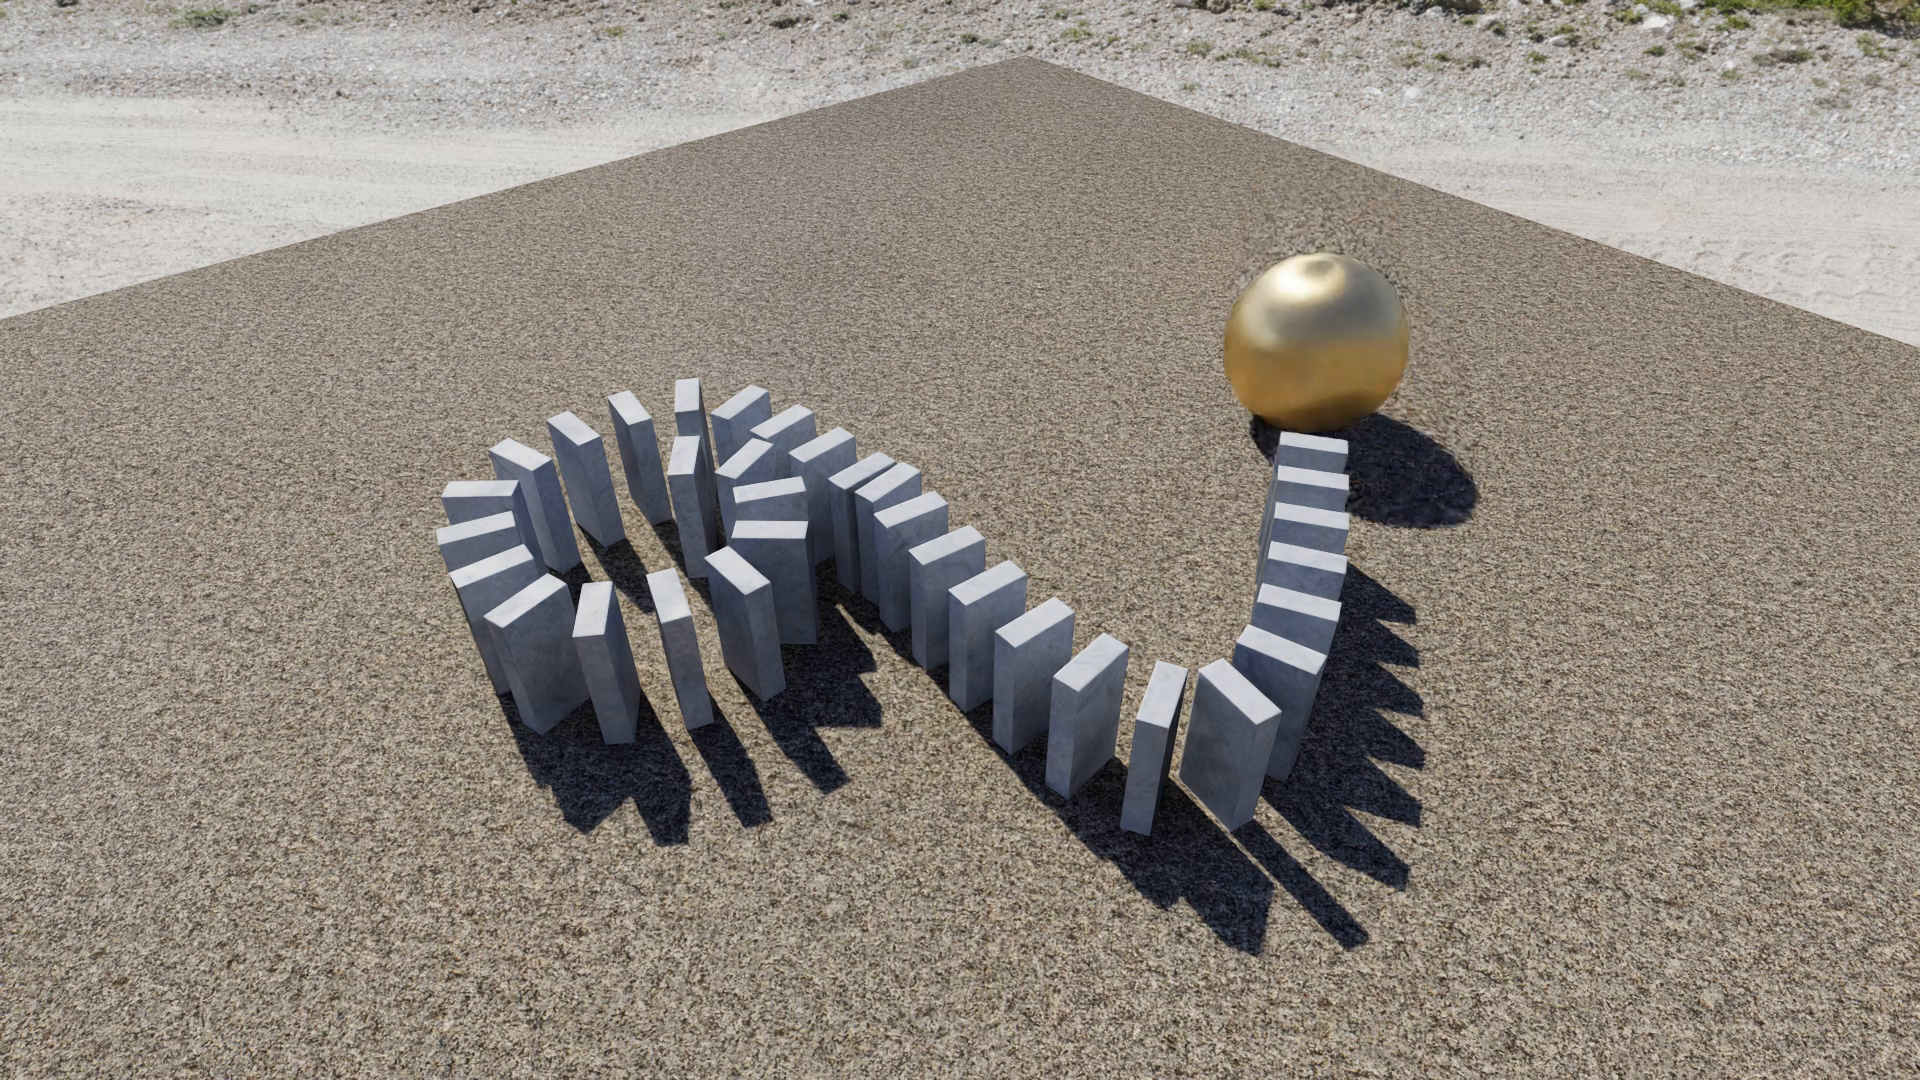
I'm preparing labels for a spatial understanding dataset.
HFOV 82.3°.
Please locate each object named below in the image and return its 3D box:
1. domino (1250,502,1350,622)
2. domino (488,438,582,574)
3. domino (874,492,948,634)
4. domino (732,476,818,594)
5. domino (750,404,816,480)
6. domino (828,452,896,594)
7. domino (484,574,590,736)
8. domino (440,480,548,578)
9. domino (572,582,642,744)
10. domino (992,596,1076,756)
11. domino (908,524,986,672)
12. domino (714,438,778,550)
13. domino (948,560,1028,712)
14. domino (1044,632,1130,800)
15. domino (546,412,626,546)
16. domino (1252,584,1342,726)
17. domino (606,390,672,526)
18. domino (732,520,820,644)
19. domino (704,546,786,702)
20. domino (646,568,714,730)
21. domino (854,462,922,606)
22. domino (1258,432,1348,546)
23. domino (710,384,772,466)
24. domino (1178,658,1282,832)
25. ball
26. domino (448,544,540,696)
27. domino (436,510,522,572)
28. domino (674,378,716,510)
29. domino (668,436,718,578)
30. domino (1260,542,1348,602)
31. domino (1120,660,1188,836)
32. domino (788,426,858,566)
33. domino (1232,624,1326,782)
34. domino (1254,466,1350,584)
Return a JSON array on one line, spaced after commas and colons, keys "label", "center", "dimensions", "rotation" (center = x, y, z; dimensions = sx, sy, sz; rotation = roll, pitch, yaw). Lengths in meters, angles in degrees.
[{"label": "domino", "center": [0.122, 0.011, 0.398], "dimensions": [0.025, 0.050, 0.010], "rotation": [10, 40, 12]}, {"label": "domino", "center": [-0.165, -0.013, 0.427], "dimensions": [0.025, 0.050, 0.010], "rotation": [23, 45, 25]}, {"label": "domino", "center": [-0.017, 0.008, 0.401], "dimensions": [0.025, 0.050, 0.010], "rotation": [-22, 44, -25]}, {"label": "domino", "center": [-0.068, 0.001, 0.410], "dimensions": [0.025, 0.050, 0.010], "rotation": [-11, 40, -13]}, {"label": "domino", "center": [-0.069, -0.027, 0.445], "dimensions": [0.010, 0.050, 0.025], "rotation": [29, 47, 30]}, {"label": "domino", "center": [-0.036, -0.006, 0.419], "dimensions": [0.025, 0.050, 0.009], "rotation": [-32, 49, -33]}, {"label": "domino", "center": [-0.138, 0.038, 0.365], "dimensions": [0.010, 0.050, 0.025], "rotation": [23, 45, 26]}, {"label": "domino", "center": [-0.172, 0.001, 0.410], "dimensions": [0.025, 0.050, 0.009], "rotation": [-1, 39, -1]}, {"label": "domino", "center": [-0.115, 0.041, 0.362], "dimensions": [0.010, 0.050, 0.025], "rotation": [-5, 40, -6]}, {"label": "domino", "center": [0.023, 0.045, 0.357], "dimensions": [0.025, 0.050, 0.009], "rotation": [-27, 47, -29]}, {"label": "domino", "center": [-0.004, 0.021, 0.386], "dimensions": [0.025, 0.050, 0.009], "rotation": [-23, 45, -25]}, {"label": "domino", "center": [-0.080, -0.011, 0.425], "dimensions": [0.009, 0.050, 0.025], "rotation": [17, 42, 20]}, {"label": "domino", "center": [0.009, 0.033, 0.371], "dimensions": [0.025, 0.050, 0.009], "rotation": [-25, 46, -28]}, {"label": "domino", "center": [0.039, 0.056, 0.344], "dimensions": [0.009, 0.050, 0.025], "rotation": [30, 48, 31]}, {"label": "domino", "center": [-0.149, -0.024, 0.441], "dimensions": [0.010, 0.050, 0.025], "rotation": [-32, 49, -33]}, {"label": "domino", "center": [0.107, 0.039, 0.364], "dimensions": [0.025, 0.050, 0.010], "rotation": [14, 41, 17]}, {"label": "domino", "center": [-0.131, -0.033, 0.452], "dimensions": [0.009, 0.050, 0.025], "rotation": [-22, 44, -25]}, {"label": "domino", "center": [-0.065, 0.016, 0.392], "dimensions": [0.025, 0.050, 0.009], "rotation": [1, 39, 1]}, {"label": "domino", "center": [-0.073, 0.029, 0.376], "dimensions": [0.010, 0.050, 0.025], "rotation": [-30, 48, -31]}, {"label": "domino", "center": [-0.093, 0.037, 0.367], "dimensions": [0.009, 0.050, 0.025], "rotation": [-15, 42, -18]}, {"label": "domino", "center": [-0.026, -0.002, 0.414], "dimensions": [0.010, 0.050, 0.025], "rotation": [29, 47, 30]}, {"label": "domino", "center": [0.134, -0.018, 0.433], "dimensions": [0.025, 0.050, 0.010], "rotation": [10, 40, 12]}, {"label": "domino", "center": [-0.088, -0.036, 0.455], "dimensions": [0.009, 0.050, 0.025], "rotation": [21, 44, 23]}, {"label": "domino", "center": [0.081, 0.063, 0.335], "dimensions": [0.010, 0.050, 0.025], "rotation": [-21, 44, -24]}, {"label": "ball", "center": [0.160, -0.088, 0.496], "dimensions": [0.080, 0.080, 0.080], "rotation": [0, 39, 0]}, {"label": "domino", "center": [-0.154, 0.028, 0.378], "dimensions": [0.025, 0.050, 0.010], "rotation": [-25, 46, -28]}, {"label": "domino", "center": [-0.166, 0.015, 0.393], "dimensions": [0.025, 0.050, 0.009], "rotation": [-16, 42, -19]}, {"label": "domino", "center": [-0.110, -0.039, 0.459], "dimensions": [0.009, 0.050, 0.025], "rotation": [-7, 40, -8]}, {"label": "domino", "center": [-0.103, -0.012, 0.427], "dimensions": [0.009, 0.050, 0.025], "rotation": [-3, 39, -4]}, {"label": "domino", "center": [0.115, 0.025, 0.381], "dimensions": [0.025, 0.050, 0.010], "rotation": [12, 41, 15]}, {"label": "domino", "center": [0.059, 0.064, 0.334], "dimensions": [0.009, 0.050, 0.025], "rotation": [14, 41, 17]}, {"label": "domino", "center": [-0.052, -0.017, 0.432], "dimensions": [0.009, 0.050, 0.025], "rotation": [32, 49, 33]}, {"label": "domino", "center": [0.097, 0.052, 0.348], "dimensions": [0.025, 0.050, 0.009], "rotation": [23, 44, 25]}, {"label": "domino", "center": [0.129, -0.003, 0.416], "dimensions": [0.025, 0.050, 0.009], "rotation": [9, 40, 11]}]
